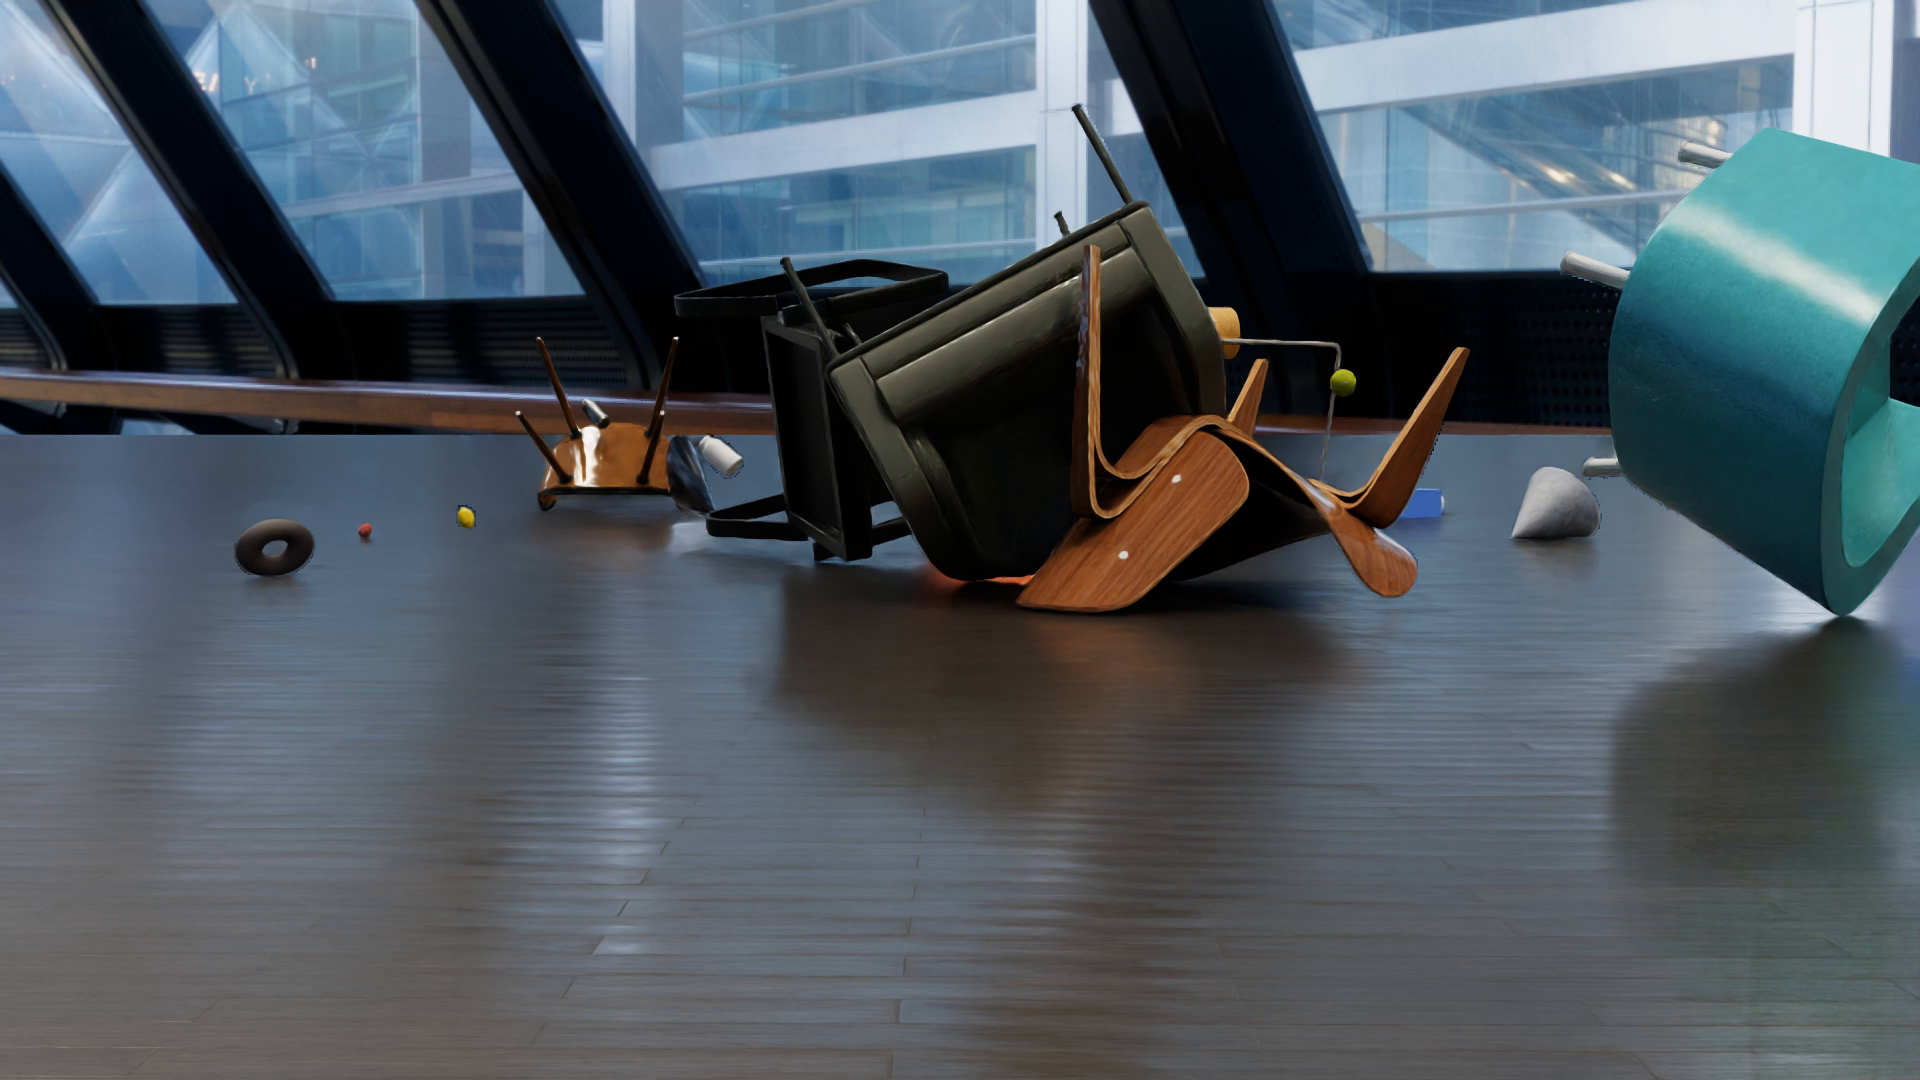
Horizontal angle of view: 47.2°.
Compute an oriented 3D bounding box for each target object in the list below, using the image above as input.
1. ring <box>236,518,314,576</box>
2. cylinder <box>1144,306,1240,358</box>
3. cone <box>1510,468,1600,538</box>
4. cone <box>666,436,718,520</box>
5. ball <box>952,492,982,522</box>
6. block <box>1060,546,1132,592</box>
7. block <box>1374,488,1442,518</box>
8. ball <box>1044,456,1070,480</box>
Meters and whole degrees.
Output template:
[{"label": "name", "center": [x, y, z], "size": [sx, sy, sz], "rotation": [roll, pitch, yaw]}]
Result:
[{"label": "ring", "center": [-1.645, 0.018, 5.279], "size": [0.184, 0.155, 0.055], "rotation": [-8, 35, -30]}, {"label": "cylinder", "center": [0.770, -0.687, 7.290], "size": [0.290, 0.173, 0.133], "rotation": [-3, -7, -24]}, {"label": "cone", "center": [1.723, -0.059, 6.566], "size": [0.212, 0.244, 0.331], "rotation": [-32, 3, -16]}, {"label": "cone", "center": [-0.898, -0.149, 7.659], "size": [0.134, 0.333, 0.347], "rotation": [-20, 36, -18]}, {"label": "ball", "center": [0.024, -0.112, 7.455], "size": [0.099, 0.099, 0.099], "rotation": [0, 4, 0]}, {"label": "block", "center": [0.304, 0.064, 4.924], "size": [0.148, 0.094, 0.068], "rotation": [-3, 5, -33]}, {"label": "block", "center": [1.577, -0.130, 7.746], "size": [0.181, 0.096, 0.143], "rotation": [-2, 5, -29]}, {"label": "ball", "center": [0.266, -0.196, 6.037], "size": [0.067, 0.067, 0.067], "rotation": [0, 4, 0]}]
